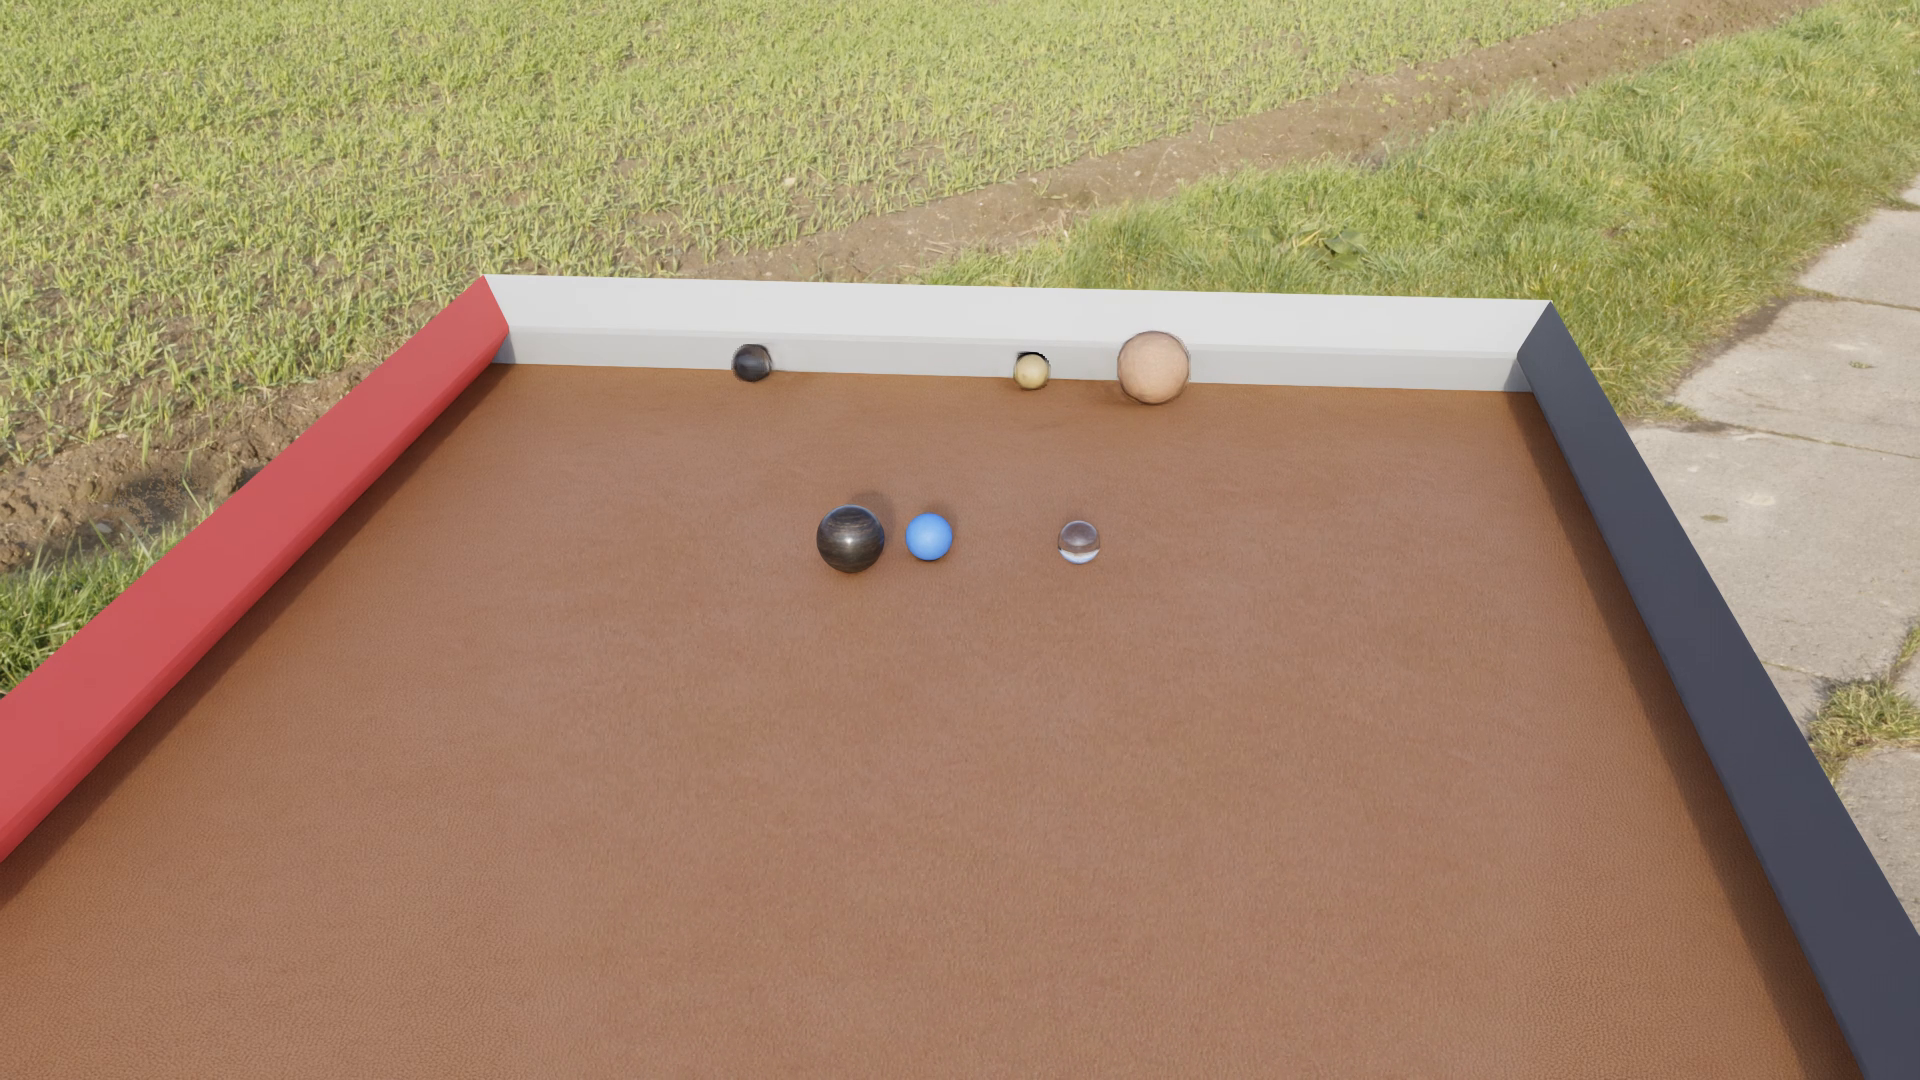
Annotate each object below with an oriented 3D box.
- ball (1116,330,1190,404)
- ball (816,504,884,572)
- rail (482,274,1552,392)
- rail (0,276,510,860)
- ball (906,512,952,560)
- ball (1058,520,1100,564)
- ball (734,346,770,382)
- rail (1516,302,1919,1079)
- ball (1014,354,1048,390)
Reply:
[{"bbox_3d":[0.251,-0.224,2.856,0.095,0.095,0.095,0,22,0],"label":"ball"},{"bbox_3d":[-0.116,-0.001,2.330,0.073,0.073,0.073,0,22,0],"label":"ball"},{"bbox_3d":[0.059,-0.271,2.931,1.429,0.124,0.045,2,22,5],"label":"rail"},{"bbox_3d":[-0.749,0.188,1.783,0.045,0.124,2.658,2,22,5],"label":"rail"},{"bbox_3d":[-0.033,-0.003,2.364,0.051,0.051,0.051,0,22,0],"label":"ball"},{"bbox_3d":[0.127,0.002,2.355,0.047,0.047,0.047,0,22,0],"label":"ball"},{"bbox_3d":[-0.279,-0.236,2.949,0.049,0.049,0.049,0,22,0],"label":"ball"},{"bbox_3d":[0.626,0.236,1.665,0.045,0.124,2.658,2,22,5],"label":"rail"},{"bbox_3d":[0.094,-0.223,2.919,0.047,0.047,0.047,0,22,0],"label":"ball"}]
